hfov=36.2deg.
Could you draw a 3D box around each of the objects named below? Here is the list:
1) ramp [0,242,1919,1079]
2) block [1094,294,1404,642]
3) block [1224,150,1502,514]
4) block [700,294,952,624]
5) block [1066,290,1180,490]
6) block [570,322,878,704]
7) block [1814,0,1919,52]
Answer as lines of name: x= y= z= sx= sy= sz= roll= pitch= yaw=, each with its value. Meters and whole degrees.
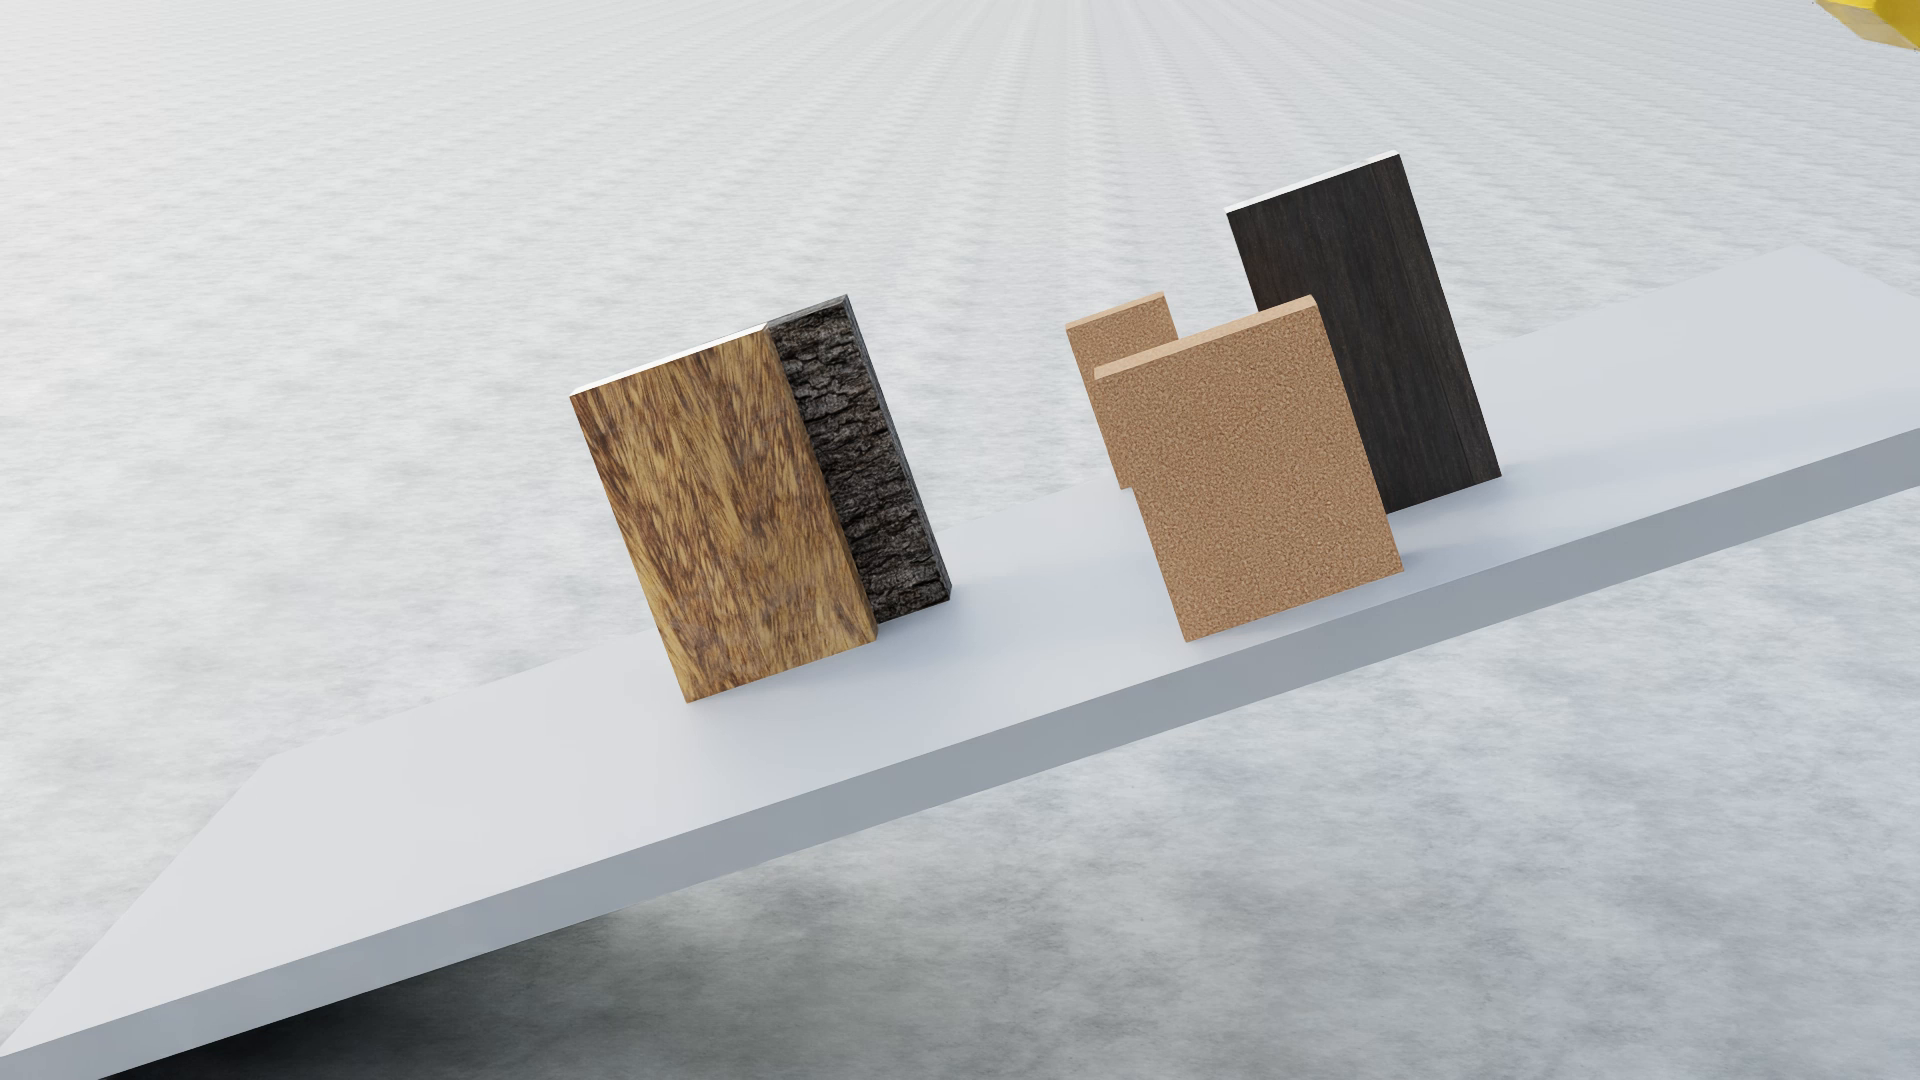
ramp: x=0.110 y=0.179 z=6.302 sx=4.000 sy=0.100 sz=2.000 roll=-19 pitch=11 yaw=6
block: x=0.533 y=-0.132 z=5.442 sx=0.423 sy=0.521 sz=0.138 roll=-19 pitch=11 yaw=6
block: x=0.800 y=-0.393 z=5.842 sx=0.353 sy=0.675 sz=0.096 roll=-19 pitch=11 yaw=6
block: x=-0.299 y=-0.151 z=6.515 sx=0.346 sy=0.700 sz=0.147 roll=-19 pitch=11 yaw=6
block: x=0.433 y=-0.357 z=7.006 sx=0.245 sy=0.408 sz=0.099 roll=-19 pitch=11 yaw=6
block: x=-0.506 y=-0.056 z=6.365 sx=0.439 sy=0.718 sz=0.105 roll=-19 pitch=11 yaw=6
block: x=1.894 y=-1.130 z=5.996 sx=0.181 sy=0.181 sz=0.181 roll=27 pitch=4 yaw=-31
